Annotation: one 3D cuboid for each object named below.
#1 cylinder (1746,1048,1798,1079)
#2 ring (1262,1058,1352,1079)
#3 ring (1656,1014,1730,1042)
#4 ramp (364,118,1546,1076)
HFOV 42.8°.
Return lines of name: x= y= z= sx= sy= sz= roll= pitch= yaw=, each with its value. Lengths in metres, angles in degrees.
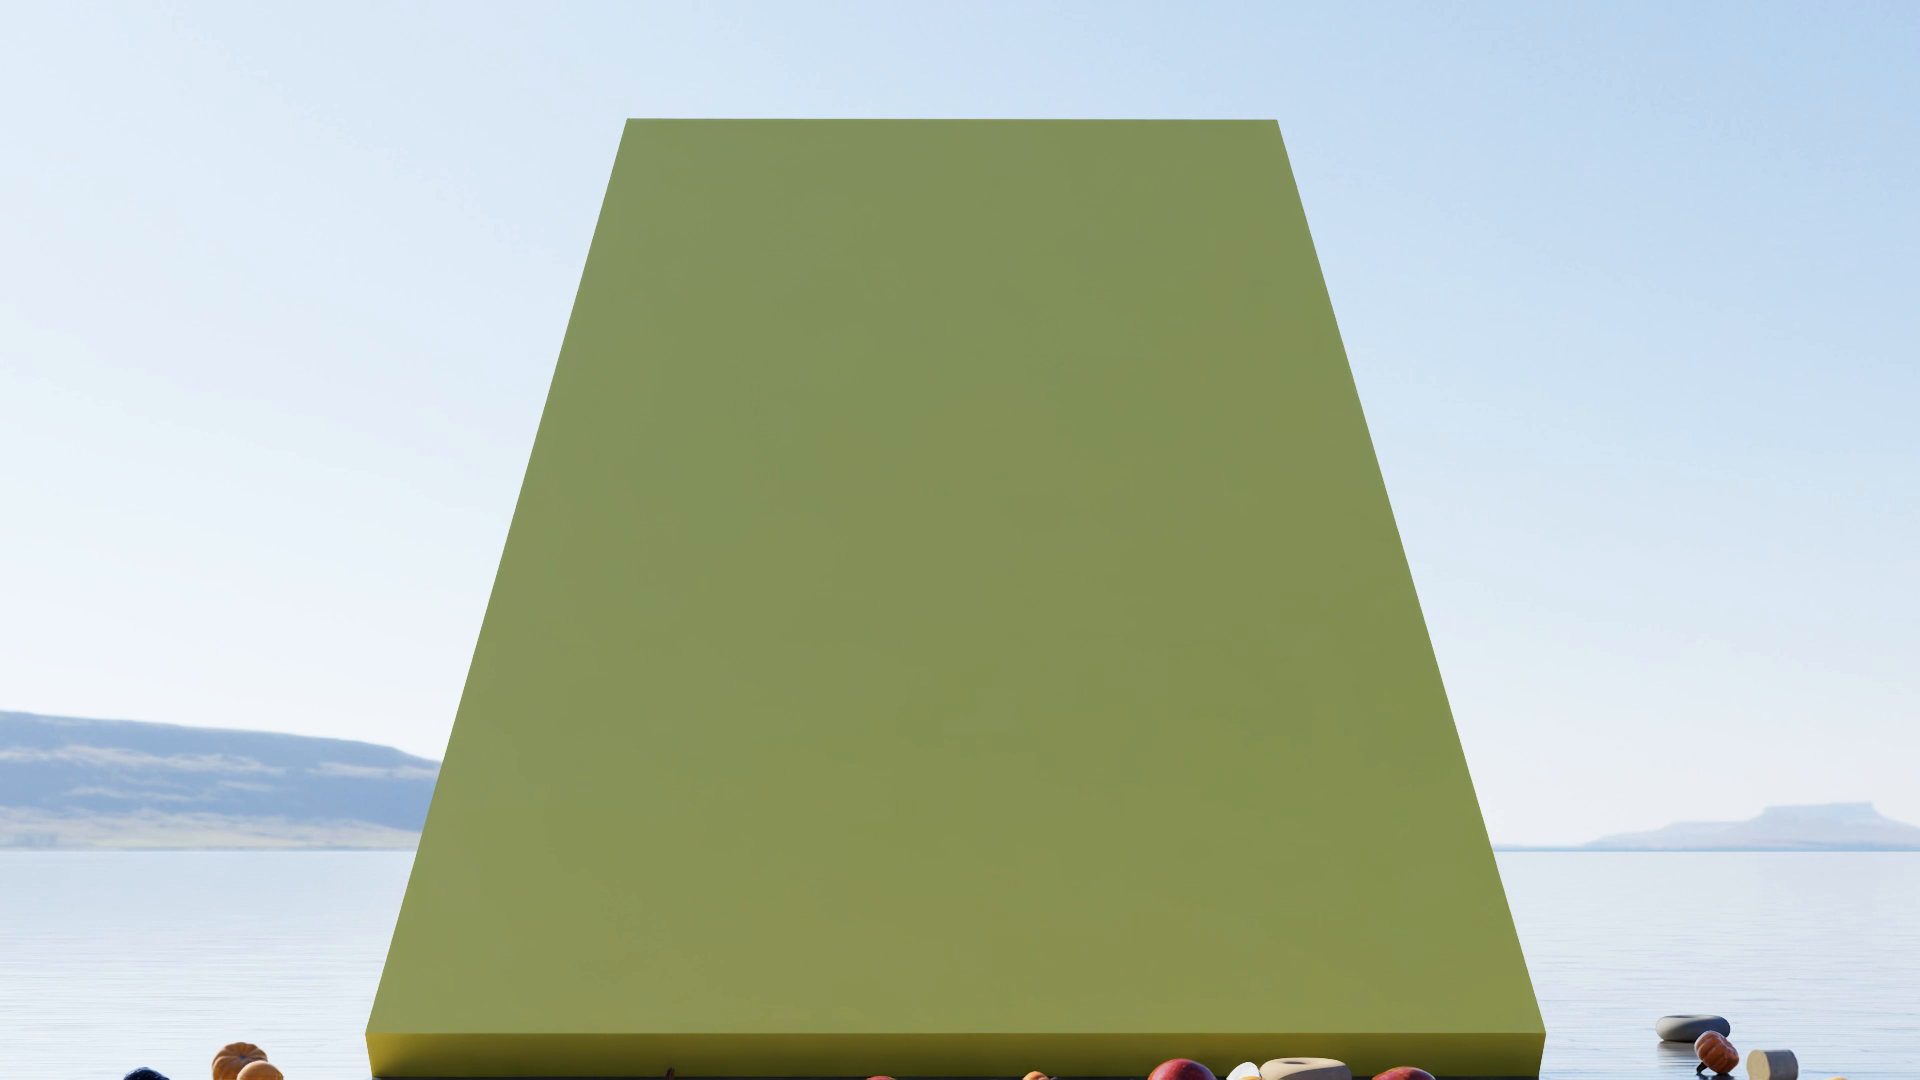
cylinder: x=1.344 y=0.872 z=4.050 sx=0.059 sy=0.059 sz=0.059 roll=3 pitch=-8 yaw=-22
ring: x=0.554 y=0.861 z=3.928 sx=0.149 sy=0.050 sz=0.149 roll=-1 pitch=-6 yaw=0
ring: x=1.490 y=0.993 z=4.978 sx=0.146 sy=0.049 sz=0.146 roll=-1 pitch=-7 yaw=0
ramp: x=-0.015 y=-0.188 z=5.863 sx=2.000 sy=0.100 sz=4.000 roll=0 pitch=32 yaw=0
